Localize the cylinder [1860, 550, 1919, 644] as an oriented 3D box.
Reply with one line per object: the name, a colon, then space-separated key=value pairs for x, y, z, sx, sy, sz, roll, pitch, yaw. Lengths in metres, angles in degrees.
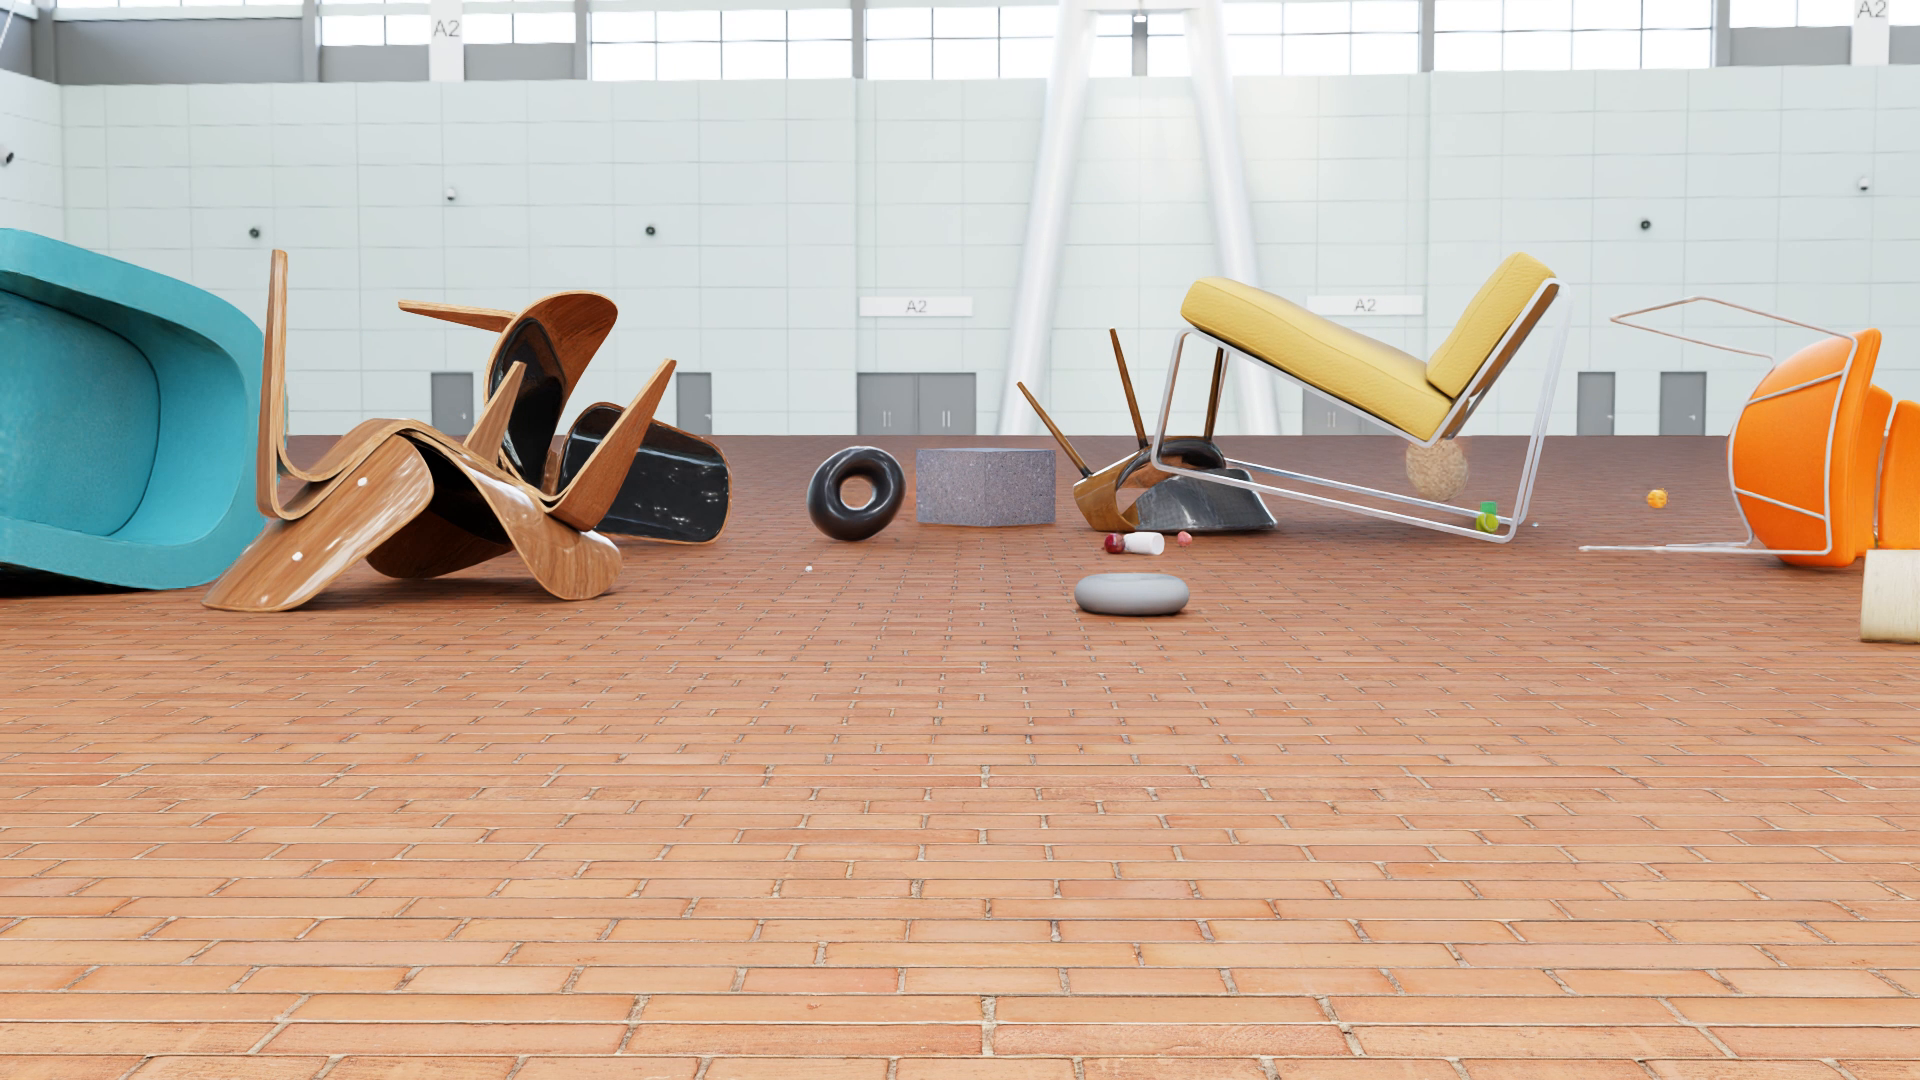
cylinder: x=1.696 y=0.101 z=3.931 sx=0.147 sy=0.083 sz=0.208 roll=2 pitch=49 yaw=26

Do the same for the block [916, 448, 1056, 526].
block: x=0.086 y=-0.181 z=7.399 sx=0.318 sy=0.245 sz=0.347 roll=-3 pitch=5 yaw=-41

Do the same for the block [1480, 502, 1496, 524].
block: x=1.781 y=-0.093 z=7.408 sx=0.039 sy=0.068 sz=0.077 roll=2 pitch=4 yaw=23

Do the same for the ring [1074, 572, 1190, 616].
ring: x=0.346 y=0.109 z=4.442 sx=0.217 sy=0.072 sz=0.271 roll=-3 pitch=4 yaw=-27

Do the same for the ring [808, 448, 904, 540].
ring: x=-0.306 y=-0.136 z=6.489 sx=0.311 sy=0.265 sz=0.169 roll=-38 pitch=-1 yaw=-17

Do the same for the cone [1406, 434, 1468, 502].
cone: x=1.670 y=-0.192 z=7.629 sx=0.201 sy=0.282 sz=0.249 roll=-21 pitch=-34 yaw=8
